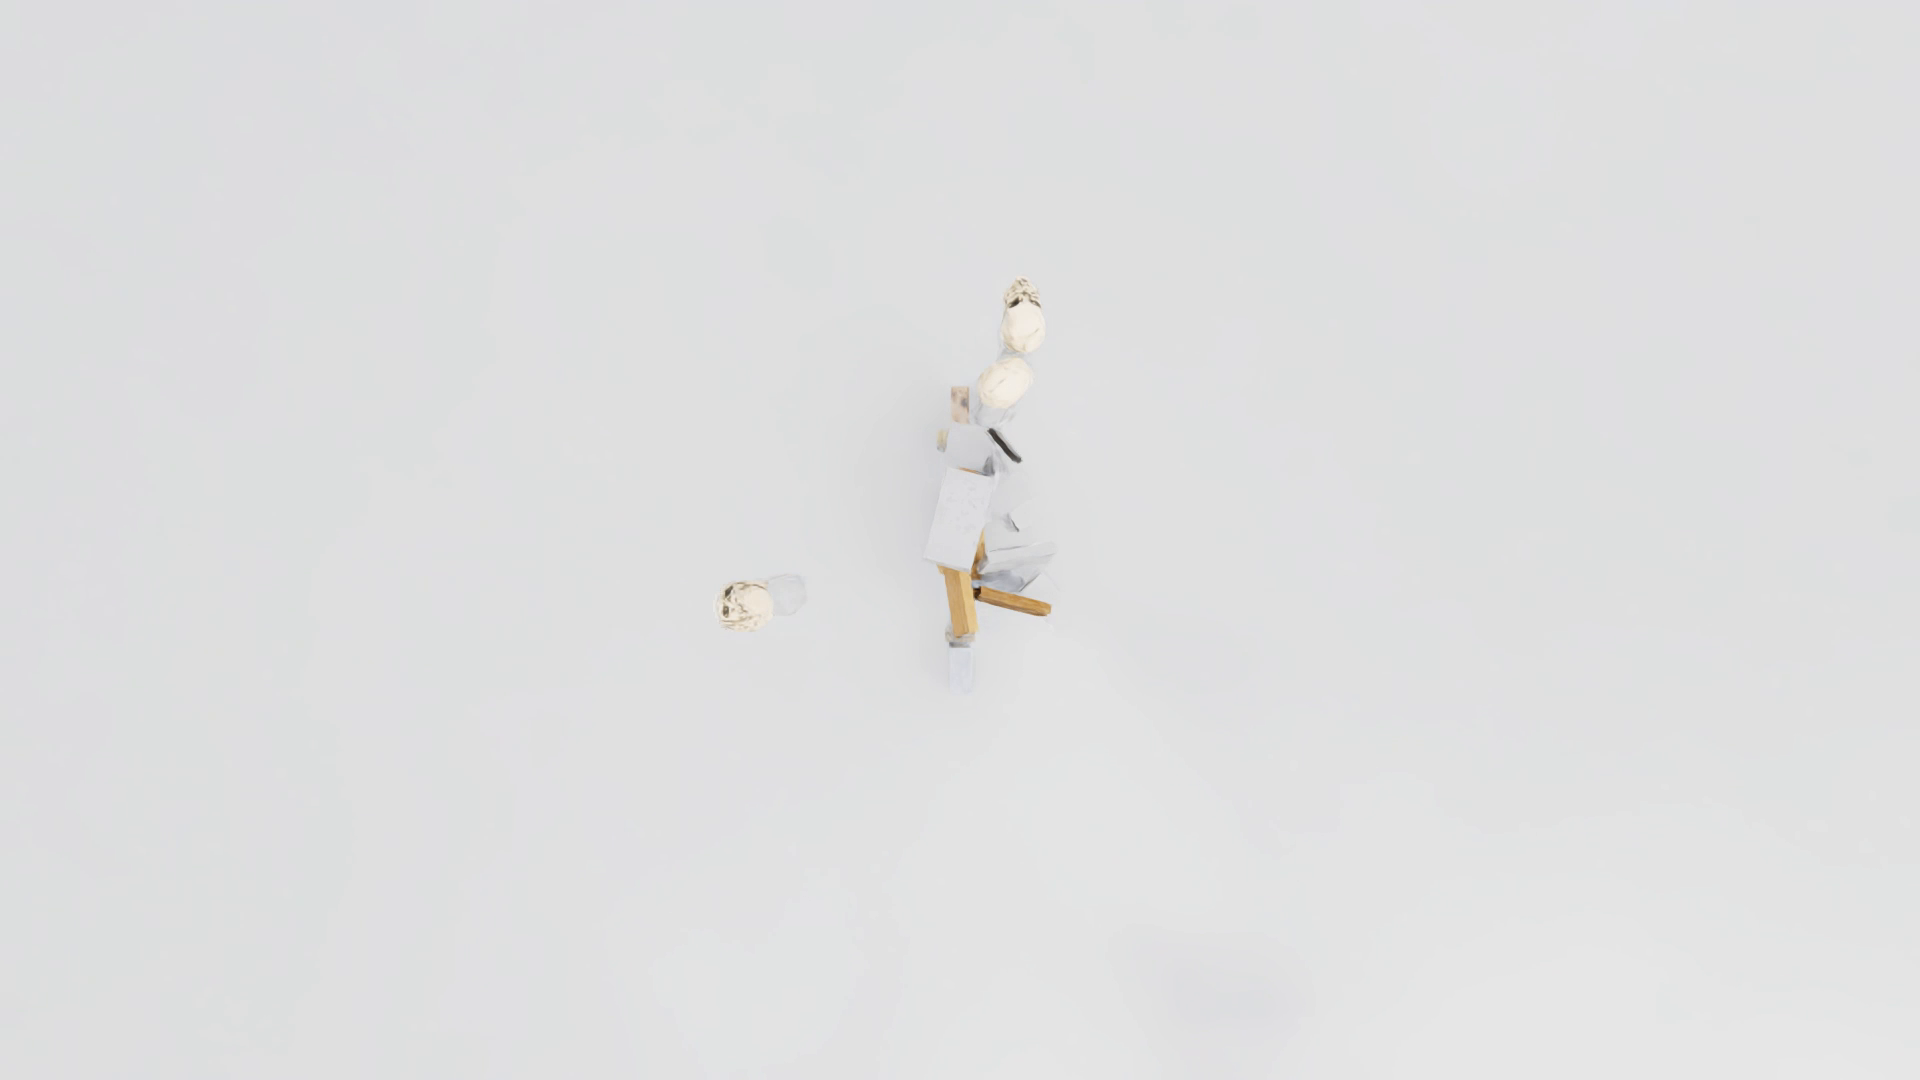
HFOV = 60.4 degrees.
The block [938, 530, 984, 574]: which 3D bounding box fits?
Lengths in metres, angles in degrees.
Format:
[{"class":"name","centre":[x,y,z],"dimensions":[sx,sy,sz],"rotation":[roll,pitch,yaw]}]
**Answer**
[{"class":"block","centre":[0.001,0.038,5.063],"dimensions":[0.144,0.375,0.041],"rotation":[-2,76,0]}]

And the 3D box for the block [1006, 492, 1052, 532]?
[{"class":"block","centre":[0.212,-0.083,5.008],"dimensions":[0.126,0.018,0.063],"rotation":[-33,90,-17]}]

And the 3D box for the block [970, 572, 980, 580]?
[{"class":"block","centre":[0.004,0.021,5.265],"dimensions":[0.109,0.031,0.218],"rotation":[-3,90,0]}]

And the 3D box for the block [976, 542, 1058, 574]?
[{"class":"block","centre":[0.176,0.057,5.093],"dimensions":[0.233,0.117,0.033],"rotation":[-8,75,-21]}]

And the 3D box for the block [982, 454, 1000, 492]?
[{"class":"block","centre":[0.098,-0.207,5.091],"dimensions":[0.018,0.126,0.063],"rotation":[10,116,-15]}]

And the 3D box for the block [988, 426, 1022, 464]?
[{"class":"block","centre":[0.138,-0.293,5.095],"dimensions":[0.018,0.063,0.126],"rotation":[-43,67,12]}]

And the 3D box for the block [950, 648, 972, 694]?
[{"class":"block","centre":[0.002,0.424,5.343],"dimensions":[0.073,0.021,0.147],"rotation":[0,90,0]}]

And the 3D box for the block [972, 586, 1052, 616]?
[{"class":"block","centre":[0.160,0.193,5.159],"dimensions":[0.233,0.117,0.033],"rotation":[15,81,-12]}]

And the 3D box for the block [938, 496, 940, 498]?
[{"class":"block","centre":[0.006,-0.125,5.350],"dimensions":[0.148,0.295,0.042],"rotation":[5,92,-2]}]

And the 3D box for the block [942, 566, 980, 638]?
[{"class":"block","centre":[0.002,0.173,4.999],"dimensions":[0.033,0.117,0.233],"rotation":[-7,83,-24]}]

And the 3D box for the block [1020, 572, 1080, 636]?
[{"class":"block","centre":[0.291,0.206,5.337],"dimensions":[0.096,0.027,0.193],"rotation":[-43,99,-6]}]

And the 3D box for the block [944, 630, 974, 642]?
[{"class":"block","centre":[-0.003,0.313,5.404],"dimensions":[0.096,0.193,0.027],"rotation":[0,90,0]}]

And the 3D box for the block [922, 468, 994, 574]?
[{"class":"block","centre":[-0.003,-0.059,4.840],"dimensions":[0.144,0.041,0.287],"rotation":[15,74,1]}]

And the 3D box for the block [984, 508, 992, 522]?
[{"class":"block","centre":[0.016,-0.079,5.017],"dimensions":[0.144,0.287,0.041],"rotation":[4,91,-2]}]

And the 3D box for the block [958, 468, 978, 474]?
[{"class":"block","centre":[0.011,-0.162,5.035],"dimensions":[0.057,0.016,0.113],"rotation":[15,94,-2]}]

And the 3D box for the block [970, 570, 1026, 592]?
[{"class":"block","centre":[0.108,0.146,5.412],"dimensions":[0.193,0.096,0.027],"rotation":[-11,62,28]}]

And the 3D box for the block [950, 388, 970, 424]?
[{"class":"block","centre":[0.000,-0.436,5.370],"dimensions":[0.061,0.017,0.121],"rotation":[0,90,0]}]

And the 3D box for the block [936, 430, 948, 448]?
[{"class":"block","centre":[-0.001,-0.324,5.352],"dimensions":[0.148,0.295,0.042],"rotation":[4,90,-1]}]

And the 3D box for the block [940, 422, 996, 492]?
[{"class":"block","centre":[0.022,-0.213,5.180],"dimensions":[0.148,0.042,0.295],"rotation":[7,90,-2]}]
